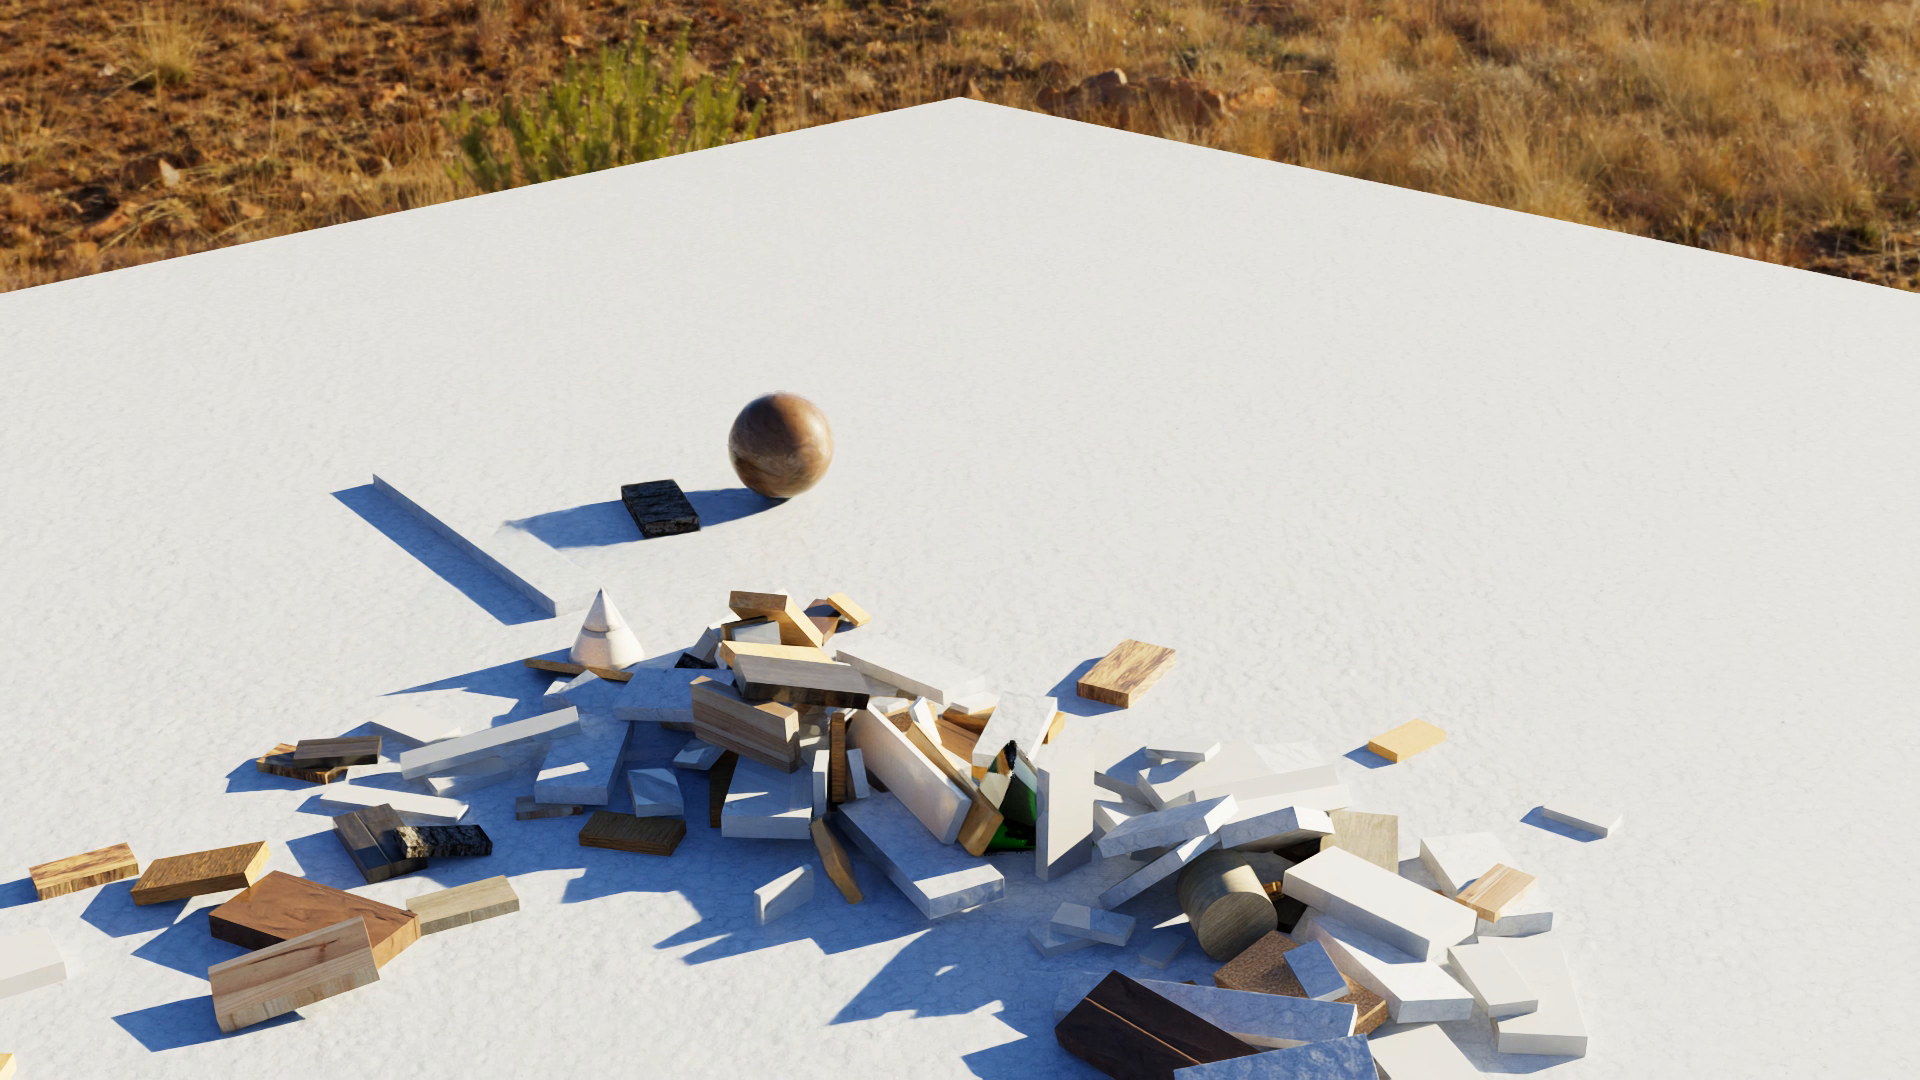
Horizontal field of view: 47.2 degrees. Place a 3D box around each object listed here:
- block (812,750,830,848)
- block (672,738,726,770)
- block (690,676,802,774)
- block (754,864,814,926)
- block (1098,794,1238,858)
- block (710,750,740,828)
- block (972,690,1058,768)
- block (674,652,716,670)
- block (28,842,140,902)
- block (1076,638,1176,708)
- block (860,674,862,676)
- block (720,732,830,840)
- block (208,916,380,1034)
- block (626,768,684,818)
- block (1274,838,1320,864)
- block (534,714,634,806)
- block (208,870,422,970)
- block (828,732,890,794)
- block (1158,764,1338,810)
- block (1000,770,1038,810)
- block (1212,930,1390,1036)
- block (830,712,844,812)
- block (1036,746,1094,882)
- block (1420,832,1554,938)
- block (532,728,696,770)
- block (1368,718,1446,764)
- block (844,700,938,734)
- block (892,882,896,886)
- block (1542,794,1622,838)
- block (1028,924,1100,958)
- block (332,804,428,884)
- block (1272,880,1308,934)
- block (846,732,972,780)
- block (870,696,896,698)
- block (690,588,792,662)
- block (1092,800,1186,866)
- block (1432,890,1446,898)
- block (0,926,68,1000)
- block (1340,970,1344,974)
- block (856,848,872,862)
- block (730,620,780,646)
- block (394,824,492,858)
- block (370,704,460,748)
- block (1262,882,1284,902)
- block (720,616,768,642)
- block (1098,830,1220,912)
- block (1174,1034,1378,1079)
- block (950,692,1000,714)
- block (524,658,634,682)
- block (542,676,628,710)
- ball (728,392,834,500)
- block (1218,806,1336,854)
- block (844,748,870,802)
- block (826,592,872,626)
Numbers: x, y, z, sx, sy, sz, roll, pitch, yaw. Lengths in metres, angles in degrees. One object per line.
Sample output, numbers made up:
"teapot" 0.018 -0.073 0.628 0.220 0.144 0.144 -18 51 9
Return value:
"block" -0.272 0.511 4.338 0.024 0.171 0.086 1 23 2
"block" -0.543 0.447 4.591 0.131 0.019 0.066 -4 39 54
"block" -0.435 0.374 4.461 0.259 0.130 0.037 17 32 34
"block" -0.328 0.663 4.112 0.019 0.067 0.134 20 30 39
"block" 0.385 0.531 4.078 0.238 0.034 0.119 -19 4 35
"block" -0.430 0.484 4.557 0.172 0.049 0.345 -2 23 -5
"block" 0.117 0.404 4.651 0.118 0.033 0.236 7 31 16
"block" -0.611 0.325 4.872 0.081 0.023 0.161 23 46 6
"block" -1.684 0.637 4.227 0.183 0.026 0.091 -14 27 -29
"block" 0.380 0.302 5.003 0.128 0.036 0.257 12 26 27
"block" -0.324 0.317 4.981 0.185 0.026 0.093 12 26 26
"block" -0.367 0.489 4.420 0.172 0.049 0.345 1 23 3
"block" -1.164 0.758 3.844 0.273 0.039 0.136 -18 36 -15
"block" -0.622 0.513 4.480 0.095 0.027 0.189 -2 16 -14
"block" 0.688 0.595 4.332 0.069 0.020 0.139 22 31 40
"block" -0.779 0.454 4.577 0.147 0.042 0.294 1 25 2
"block" -1.183 0.707 4.032 0.345 0.049 0.172 11 25 24
"block" -0.181 0.452 4.648 0.131 0.037 0.262 -16 28 -34
"block" 0.562 0.498 4.282 0.314 0.044 0.157 -7 -15 -24
"block" 0.150 0.505 4.483 0.136 0.068 0.019 -7 24 -16
"block" 0.584 0.784 3.785 0.144 0.041 0.287 -32 31 -22
"block" -0.247 0.446 4.414 0.026 0.182 0.091 1 -19 -6
"block" 0.201 0.526 4.216 0.119 0.239 0.034 -19 30 -38
"block" 0.995 0.651 4.173 0.146 0.041 0.292 -4 23 -9
"block" -0.736 0.440 4.690 0.347 0.026 0.091 -4 23 -9
"block" 0.960 0.430 4.718 0.160 0.023 0.080 -18 29 -36
"block" -0.181 0.373 4.640 0.131 0.037 0.262 -17 10 -37
"block" -0.037 0.643 4.215 0.171 0.024 0.086 6 24 14
"block" 1.252 0.555 4.429 0.139 0.020 0.069 17 28 34
"block" 0.204 0.722 4.032 0.142 0.020 0.071 -10 25 -23
"block" -1.141 0.594 4.318 0.115 0.033 0.230 -13 26 -28
"block" 0.607 0.687 4.117 0.069 0.020 0.139 11 25 24
"block" -0.109 0.451 4.555 0.131 0.037 0.262 -17 28 -34
"block" -0.200 0.370 4.865 0.136 0.019 0.068 0 23 -1
"block" -0.511 0.206 5.114 0.037 0.129 0.258 49 41 12
"block" 0.351 0.570 4.291 0.120 0.034 0.239 9 11 -17
"block" 0.852 0.684 4.127 0.123 0.017 0.062 -2 23 -5
"block" -1.740 0.772 3.892 0.273 0.039 0.136 -15 27 -31
"block" 0.723 0.757 3.925 0.123 0.017 0.062 8 20 -4
"block" -0.154 0.613 4.300 0.094 0.013 0.047 3 23 7
"block" -0.439 0.285 4.833 0.100 0.201 0.028 -10 9 -22
"block" -1.008 0.587 4.291 0.170 0.024 0.085 3 18 -33
"block" -1.180 0.409 4.763 0.183 0.026 0.091 15 27 32
"block" 0.558 0.668 4.133 0.097 0.014 0.049 -13 16 6
"block" -0.463 0.275 4.853 0.100 0.201 0.028 -11 10 -22
"block" 0.370 0.608 4.080 0.119 0.239 0.034 -25 78 -45
"block" 0.503 0.879 3.460 0.311 0.044 0.156 -12 35 4
"block" 0.035 0.355 4.799 0.053 0.015 0.106 16 20 40
"block" -0.804 0.304 4.978 0.369 0.020 0.070 7 -7 16
"block" -0.817 0.348 4.905 0.201 0.028 0.100 4 23 9
"ball" -0.489 -0.257 5.995 0.290 0.290 0.290 0 23 0
"block" 0.598 0.546 4.135 0.147 0.042 0.293 -19 -16 18
"block" -0.210 0.473 4.411 0.027 0.095 0.191 -11 -7 -8
"block" -0.267 0.166 5.292 0.104 0.015 0.052 38 30 22
